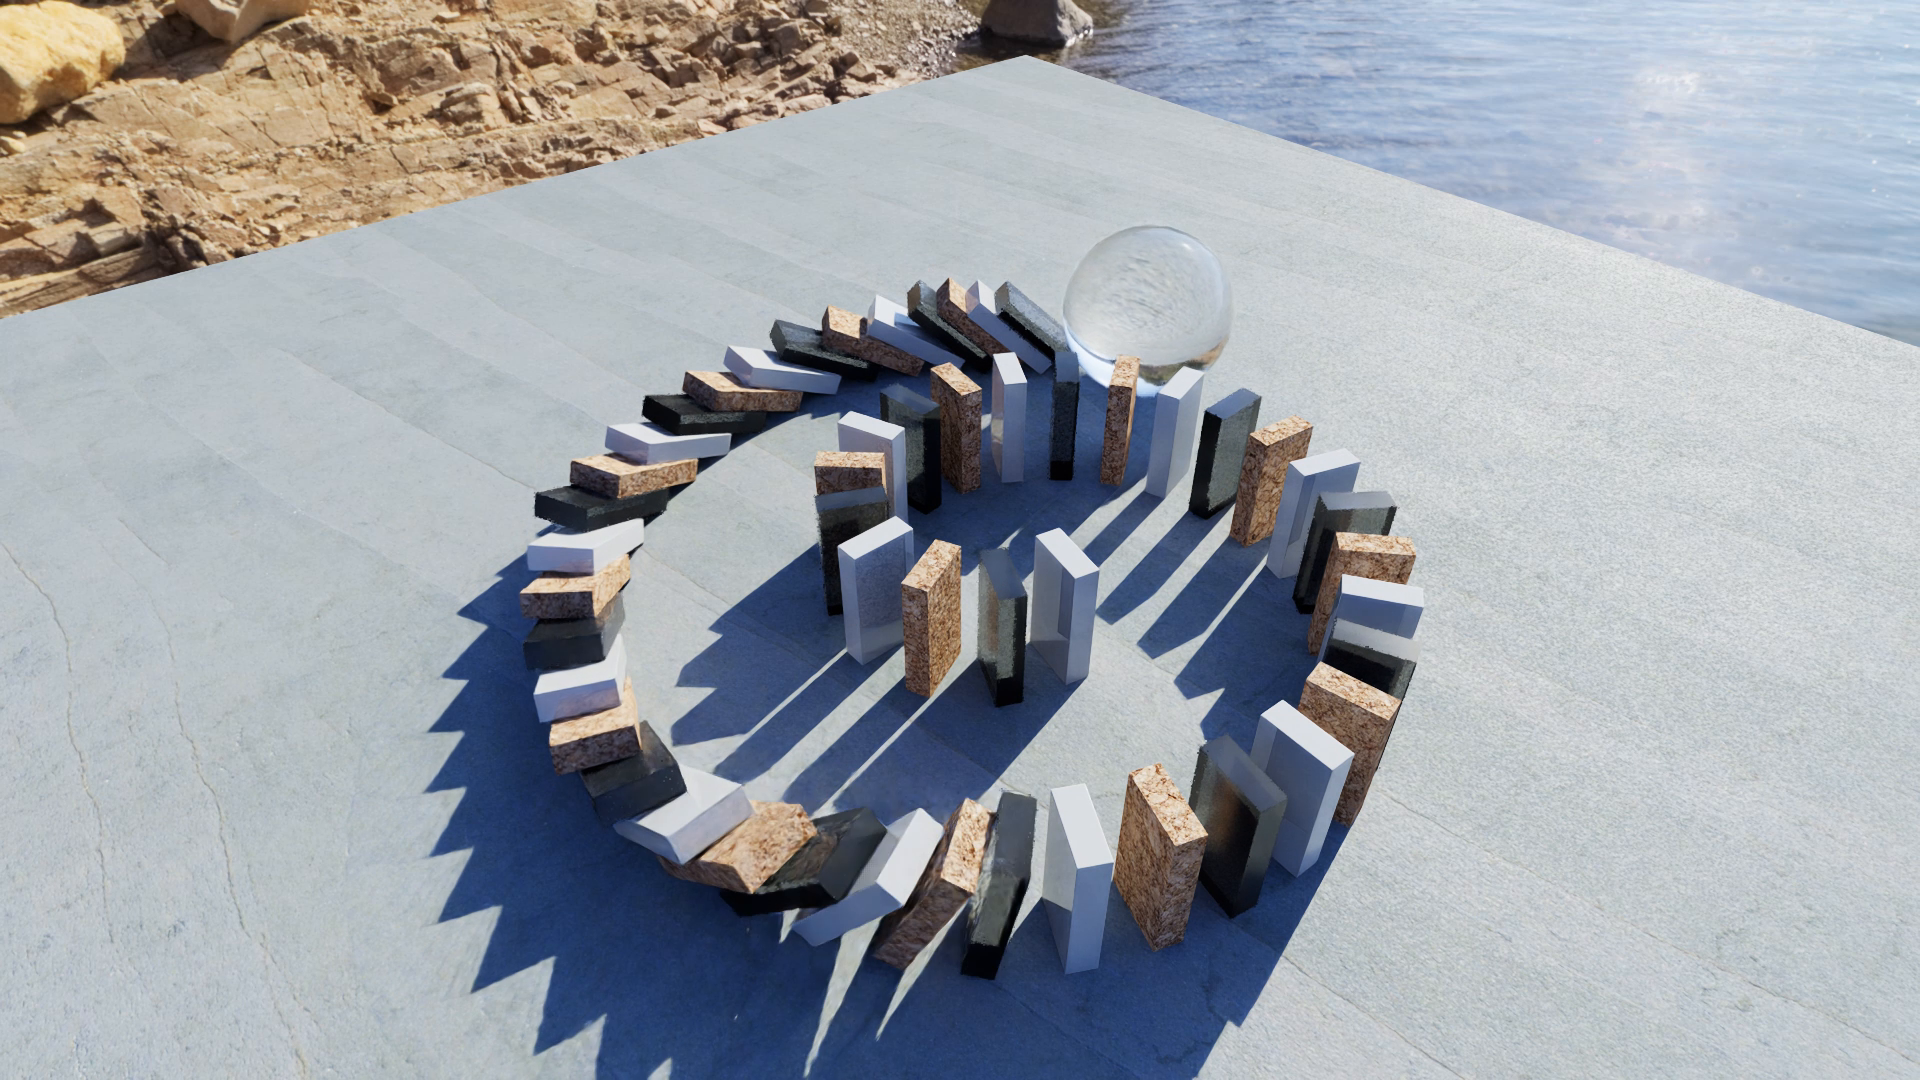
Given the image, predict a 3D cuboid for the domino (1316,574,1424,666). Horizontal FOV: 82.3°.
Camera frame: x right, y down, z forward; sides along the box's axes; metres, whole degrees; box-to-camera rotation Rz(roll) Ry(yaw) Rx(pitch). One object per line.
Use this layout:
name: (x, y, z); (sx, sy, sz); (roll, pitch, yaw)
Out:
domino: (0.135, 0.036, 0.368); (0.025, 0.050, 0.009); (10, 40, 12)

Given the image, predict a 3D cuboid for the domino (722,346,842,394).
domino: (-0.085, -0.081, 0.527); (0.050, 0.010, 0.025); (-1, 31, -43)

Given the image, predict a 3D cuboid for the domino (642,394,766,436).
domino: (-0.115, -0.057, 0.498); (0.025, 0.009, 0.050); (28, 23, 30)

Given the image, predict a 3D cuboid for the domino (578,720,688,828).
domino: (-0.103, 0.071, 0.339); (0.025, 0.010, 0.050); (-20, 15, -23)

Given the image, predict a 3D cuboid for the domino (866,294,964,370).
domino: (-0.022, -0.103, 0.551); (0.050, 0.010, 0.025); (22, 35, -19)

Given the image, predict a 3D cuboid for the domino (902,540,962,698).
domino: (-0.009, 0.027, 0.378); (0.009, 0.050, 0.025); (17, 42, 19)

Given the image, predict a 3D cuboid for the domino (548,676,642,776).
domino: (-0.117, 0.059, 0.354); (0.025, 0.009, 0.050); (-13, 14, -16)

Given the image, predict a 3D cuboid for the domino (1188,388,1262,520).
domino: (0.109, -0.035, 0.454); (0.025, 0.050, 0.009); (-31, 48, -32)

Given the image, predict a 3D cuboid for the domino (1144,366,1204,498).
domino: (0.091, -0.045, 0.467); (0.010, 0.050, 0.025); (23, 44, 25)

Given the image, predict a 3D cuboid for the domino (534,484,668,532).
domino: (-0.145, -0.015, 0.447); (0.025, 0.010, 0.050); (16, 17, 19)

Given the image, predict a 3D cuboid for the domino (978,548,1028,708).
domino: (0.014, 0.030, 0.375); (0.010, 0.050, 0.025); (-9, 40, -11)

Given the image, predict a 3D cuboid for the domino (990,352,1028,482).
domino: (0.021, -0.053, 0.476); (0.010, 0.050, 0.025); (-6, 40, -7)

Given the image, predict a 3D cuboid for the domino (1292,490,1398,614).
domino: (0.141, 0.005, 0.405); (0.025, 0.050, 0.010); (-3, 39, -3)

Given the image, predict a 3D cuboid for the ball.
ball: (0.088, -0.107, 0.519); (0.080, 0.080, 0.080); (0, 39, 0)

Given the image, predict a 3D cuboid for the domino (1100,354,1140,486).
domino: (0.069, -0.051, 0.474); (0.010, 0.050, 0.025); (9, 40, 11)

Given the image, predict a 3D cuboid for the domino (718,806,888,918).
domino: (-0.045, 0.091, 0.308); (0.050, 0.009, 0.025); (-26, 18, 44)

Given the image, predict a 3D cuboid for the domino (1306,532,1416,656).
domino: (0.140, 0.021, 0.386); (0.025, 0.050, 0.009); (5, 40, 5)

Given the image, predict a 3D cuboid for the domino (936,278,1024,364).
domino: (0.010, -0.108, 0.550); (0.050, 0.010, 0.025); (34, 30, -25)

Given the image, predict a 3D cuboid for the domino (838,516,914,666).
domino: (-0.029, 0.018, 0.389); (0.025, 0.050, 0.009); (-29, 47, -30)

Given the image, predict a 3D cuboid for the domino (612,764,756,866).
domino: (-0.084, 0.080, 0.326); (0.025, 0.009, 0.050); (-33, 18, -33)

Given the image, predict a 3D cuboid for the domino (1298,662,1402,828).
domino: (0.114, 0.063, 0.335); (0.025, 0.050, 0.010); (27, 47, 29)

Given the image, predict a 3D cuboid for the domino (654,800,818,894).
domino: (-0.065, 0.087, 0.316); (0.050, 0.009, 0.025); (-12, 21, 49)

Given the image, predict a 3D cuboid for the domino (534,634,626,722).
domino: (-0.127, 0.046, 0.371); (0.025, 0.010, 0.050); (-11, 14, -13)

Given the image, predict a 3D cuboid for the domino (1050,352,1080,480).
domino: (0.045, -0.053, 0.477); (0.009, 0.050, 0.025); (2, 39, 2)

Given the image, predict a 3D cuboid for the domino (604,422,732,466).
domino: (-0.127, -0.044, 0.481); (0.025, 0.010, 0.050); (22, 20, 25)

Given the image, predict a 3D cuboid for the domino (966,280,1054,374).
domino: (0.025, -0.106, 0.549); (0.050, 0.010, 0.025); (34, 31, -26)

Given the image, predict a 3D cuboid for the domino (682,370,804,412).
domino: (-0.101, -0.069, 0.512); (0.025, 0.009, 0.050); (32, 24, 33)

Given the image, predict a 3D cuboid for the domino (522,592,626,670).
domino: (-0.135, 0.031, 0.389); (0.025, 0.010, 0.050); (-6, 14, -8)

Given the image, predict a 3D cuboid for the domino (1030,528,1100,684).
domino: (0.036, 0.024, 0.383); (0.010, 0.050, 0.025); (-19, 43, -21)

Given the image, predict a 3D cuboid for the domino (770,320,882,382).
domino: (-0.066, -0.093, 0.540); (0.050, 0.009, 0.025); (10, 32, -31)

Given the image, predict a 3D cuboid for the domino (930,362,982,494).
domino: (-0.002, -0.047, 0.469); (0.010, 0.050, 0.025); (-21, 44, -24)

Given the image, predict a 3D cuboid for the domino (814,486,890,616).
domino: (-0.039, 0.005, 0.406); (0.025, 0.050, 0.010); (-9, 40, -11)

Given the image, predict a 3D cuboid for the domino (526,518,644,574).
domino: (-0.144, 0.001, 0.426); (0.025, 0.009, 0.050); (3, 14, 4)

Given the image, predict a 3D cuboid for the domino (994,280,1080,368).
domino: (0.039, -0.106, 0.548); (0.050, 0.009, 0.025); (34, 31, -26)

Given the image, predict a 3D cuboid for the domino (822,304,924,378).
domino: (-0.044, -0.099, 0.549); (0.050, 0.010, 0.025); (16, 35, -21)

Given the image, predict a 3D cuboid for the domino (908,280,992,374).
domino: (-0.004, -0.106, 0.548); (0.050, 0.010, 0.025); (33, 31, -27)

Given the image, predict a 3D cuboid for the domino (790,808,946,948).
domino: (-0.026, 0.093, 0.301); (0.009, 0.050, 0.025); (43, 45, -7)

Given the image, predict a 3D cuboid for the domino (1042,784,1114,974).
domino: (0.031, 0.093, 0.299); (0.010, 0.050, 0.025); (-7, 40, -9)

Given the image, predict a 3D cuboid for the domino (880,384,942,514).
domino: (-0.020, -0.037, 0.457); (0.025, 0.050, 0.010); (31, 48, 32)

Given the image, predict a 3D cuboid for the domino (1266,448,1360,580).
domino: (0.135, -0.010, 0.423); (0.025, 0.050, 0.009); (-14, 41, -17)

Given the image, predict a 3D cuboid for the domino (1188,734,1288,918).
domino: (0.076, 0.082, 0.312); (0.010, 0.050, 0.025); (-19, 43, -22)

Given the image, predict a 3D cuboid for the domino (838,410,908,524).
domino: (-0.035, -0.025, 0.442); (0.025, 0.050, 0.009); (19, 43, 22)

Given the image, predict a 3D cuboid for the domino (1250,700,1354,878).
domino: (0.097, 0.073, 0.322); (0.009, 0.050, 0.025); (-26, 46, -28)

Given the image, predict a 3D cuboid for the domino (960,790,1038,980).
domino: (0.010, 0.094, 0.296); (0.010, 0.050, 0.025); (12, 40, 0)

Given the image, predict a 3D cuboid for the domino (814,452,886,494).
domino: (-0.041, -0.011, 0.424); (0.025, 0.050, 0.009); (2, 39, 2)

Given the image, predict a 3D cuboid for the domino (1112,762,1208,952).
domino: (0.054, 0.088, 0.304); (0.009, 0.050, 0.025); (-14, 41, -16)

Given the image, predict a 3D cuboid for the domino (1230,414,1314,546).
domino: (0.124, -0.023, 0.440); (0.025, 0.050, 0.009); (-22, 44, -25)

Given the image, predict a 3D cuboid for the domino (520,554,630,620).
domino: (-0.141, 0.017, 0.407); (0.025, 0.009, 0.050); (-2, 14, -2)

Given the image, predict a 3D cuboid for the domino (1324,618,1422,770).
domino: (0.127, 0.050, 0.351); (0.025, 0.050, 0.009); (17, 42, 19)

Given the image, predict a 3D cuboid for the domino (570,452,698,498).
domino: (-0.137, -0.029, 0.463); (0.025, 0.009, 0.050); (17, 18, 20)

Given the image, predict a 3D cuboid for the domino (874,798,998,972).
domino: (-0.007, 0.094, 0.297); (0.010, 0.050, 0.025); (27, 42, -4)
